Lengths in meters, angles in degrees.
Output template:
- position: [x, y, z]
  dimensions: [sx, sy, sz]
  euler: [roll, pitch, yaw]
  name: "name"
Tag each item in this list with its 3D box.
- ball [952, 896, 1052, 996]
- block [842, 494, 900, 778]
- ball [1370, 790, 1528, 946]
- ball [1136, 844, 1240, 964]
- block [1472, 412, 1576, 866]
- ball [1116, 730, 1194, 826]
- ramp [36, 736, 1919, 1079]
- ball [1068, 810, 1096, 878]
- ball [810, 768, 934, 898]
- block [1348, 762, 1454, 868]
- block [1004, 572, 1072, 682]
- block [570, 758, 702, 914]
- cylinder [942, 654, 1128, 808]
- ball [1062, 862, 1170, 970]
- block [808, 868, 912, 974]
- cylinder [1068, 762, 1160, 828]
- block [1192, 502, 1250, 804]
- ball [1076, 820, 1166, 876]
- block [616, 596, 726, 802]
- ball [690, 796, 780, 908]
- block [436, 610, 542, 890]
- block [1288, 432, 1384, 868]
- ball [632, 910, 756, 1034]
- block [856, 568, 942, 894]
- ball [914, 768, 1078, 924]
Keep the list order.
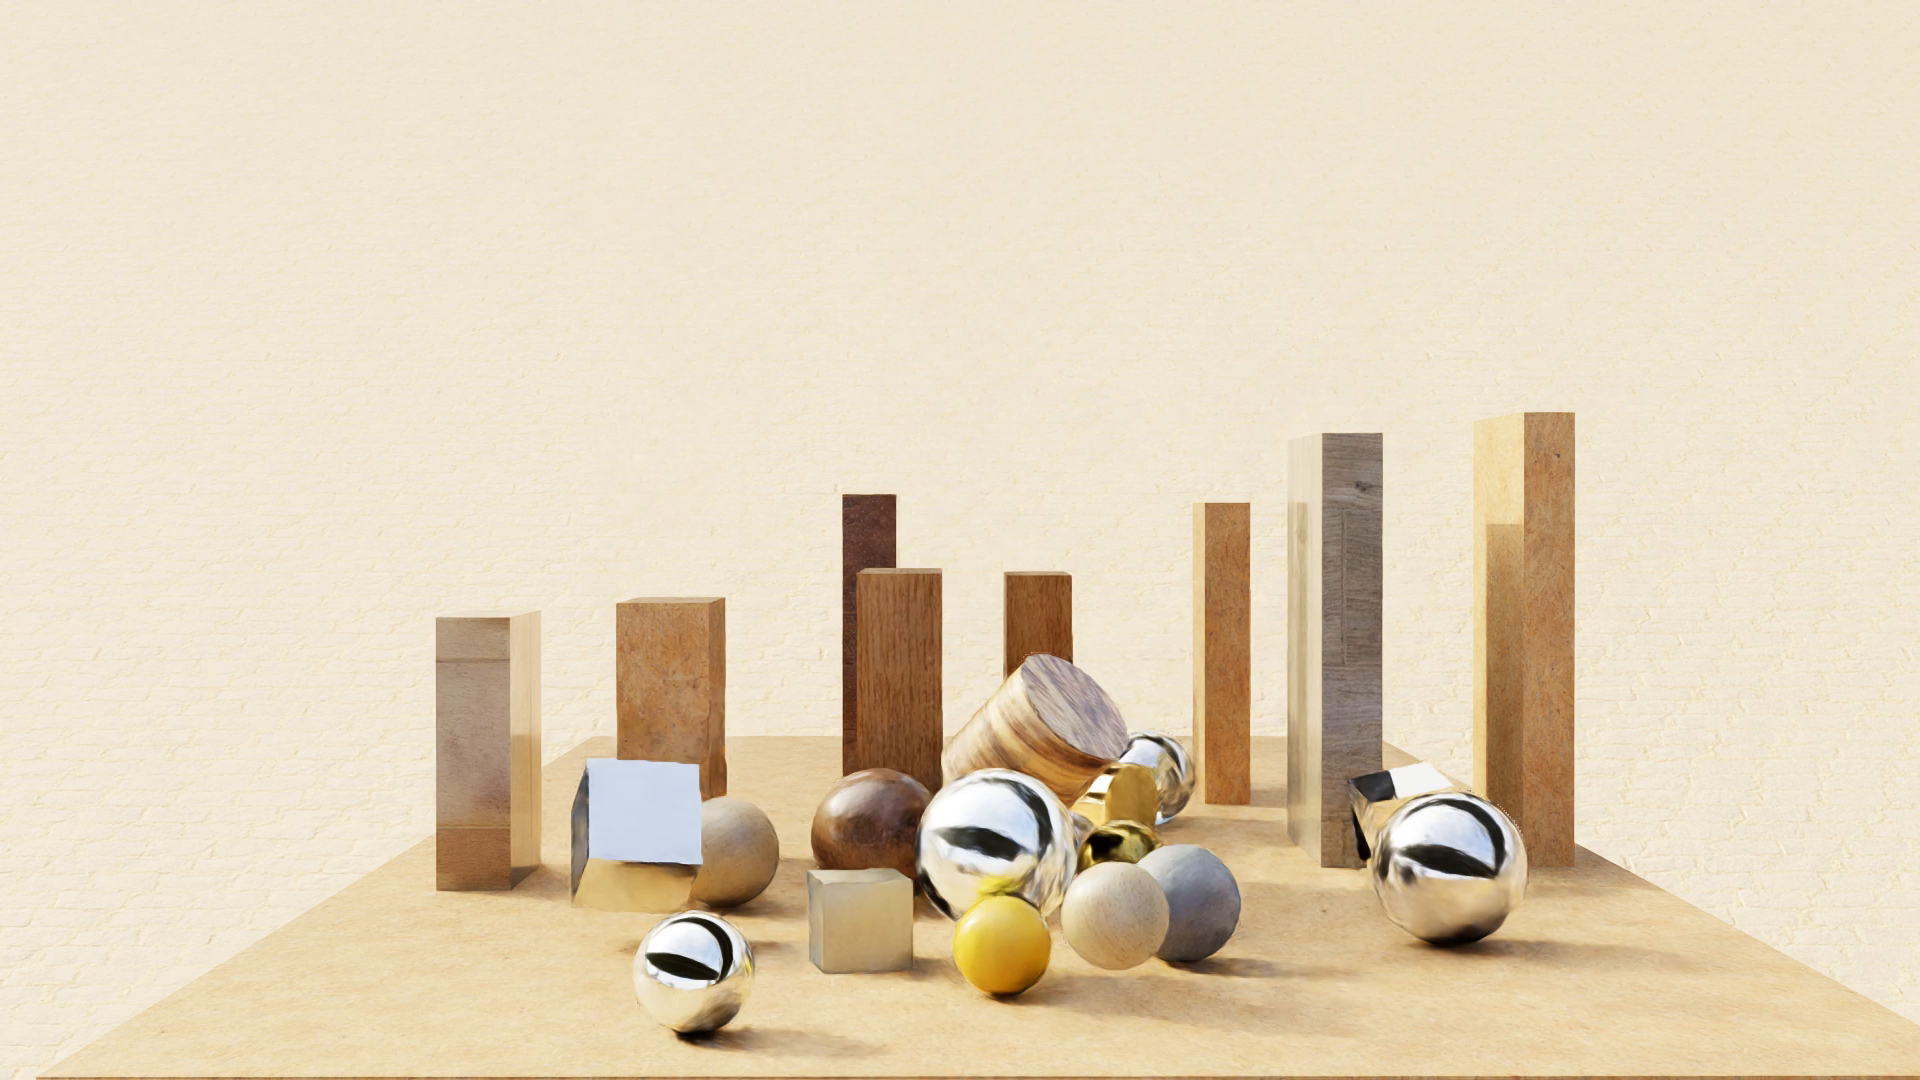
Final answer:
- position: [0.050, 0.479, 3.050]
  dimensions: [0.117, 0.117, 0.117]
  euler: [0, 28, 0]
  name: "ball"
- position: [-0.196, 0.205, 5.759]
  dimensions: [0.117, 0.611, 0.374]
  euler: [0, 1, 0]
  name: "block"
- position: [0.645, 0.432, 3.407]
  dimensions: [0.204, 0.204, 0.204]
  euler: [0, 28, 0]
  name: "ball"
- position: [0.281, 0.461, 3.276]
  dimensions: [0.150, 0.150, 0.150]
  euler: [0, 28, 0]
  name: "ball"
- position: [0.947, 0.158, 4.359]
  dimensions: [0.083, 0.731, 0.407]
  euler: [0, 1, 0]
  name: "block"
- position: [0.341, 0.434, 4.706]
  dimensions: [0.173, 0.173, 0.173]
  euler: [0, 28, 0]
  name: "ball"
- position: [0.064, 0.572, 4.614]
  dimensions: [2.000, 0.100, 4.000]
  euler: [0, 1, 0]
  name: "ramp"
- position: [0.153, 0.466, 3.857]
  dimensions: [0.127, 0.127, 0.127]
  euler: [0, 28, 0]
  name: "ball"
- position: [-0.116, 0.431, 3.749]
  dimensions: [0.200, 0.200, 0.200]
  euler: [0, 28, 0]
  name: "ball"
- position: [0.688, 0.436, 3.993]
  dimensions: [0.130, 0.130, 0.130]
  euler: [-12, 13, -6]
  name: "block"
- position: [0.143, 0.291, 4.819]
  dimensions: [0.118, 0.458, 0.329]
  euler: [0, 1, 0]
  name: "block"
- position: [-0.433, 0.395, 3.439]
  dimensions: [0.148, 0.148, 0.148]
  euler: [5, 55, -16]
  name: "block"
- position: [0.104, 0.290, 3.598]
  dimensions: [0.186, 0.186, 0.186]
  euler: [31, 29, -20]
  name: "cylinder"
- position: [0.178, 0.431, 2.966]
  dimensions: [0.124, 0.124, 0.124]
  euler: [0, 28, 0]
  name: "ball"
- position: [-0.127, 0.479, 3.259]
  dimensions: [0.112, 0.112, 0.112]
  euler: [0, 1, -13]
  name: "block"
- position: [0.248, 0.454, 4.484]
  dimensions: [0.138, 0.138, 0.138]
  euler: [-26, 18, -40]
  name: "cylinder"
- position: [0.523, 0.220, 5.181]
  dimensions: [0.089, 0.590, 0.260]
  euler: [0, 1, 0]
  name: "block"
- position: [0.232, 0.464, 3.663]
  dimensions: [0.135, 0.135, 0.135]
  euler: [0, 28, 0]
  name: "ball"
- position: [-0.465, 0.312, 4.188]
  dimensions: [0.145, 0.429, 0.295]
  euler: [0, 1, 0]
  name: "block"
- position: [-0.340, 0.451, 3.741]
  dimensions: [0.159, 0.159, 0.159]
  euler: [0, 28, 0]
  name: "ball"
- position: [-0.735, 0.321, 4.043]
  dimensions: [0.113, 0.413, 0.290]
  euler: [0, 1, 0]
  name: "block"
- position: [0.629, 0.175, 4.357]
  dimensions: [0.098, 0.698, 0.431]
  euler: [0, 1, 0]
  name: "block"
- position: [-0.291, 0.473, 2.829]
  dimensions: [0.134, 0.134, 0.134]
  euler: [0, 28, 0]
  name: "ball"
- position: [-0.092, 0.288, 4.064]
  dimensions: [0.126, 0.480, 0.386]
  euler: [0, 1, 0]
  name: "block"
- position: [0.044, 0.382, 3.177]
  dimensions: [0.203, 0.203, 0.203]
  euler: [0, 28, 0]
  name: "ball"
